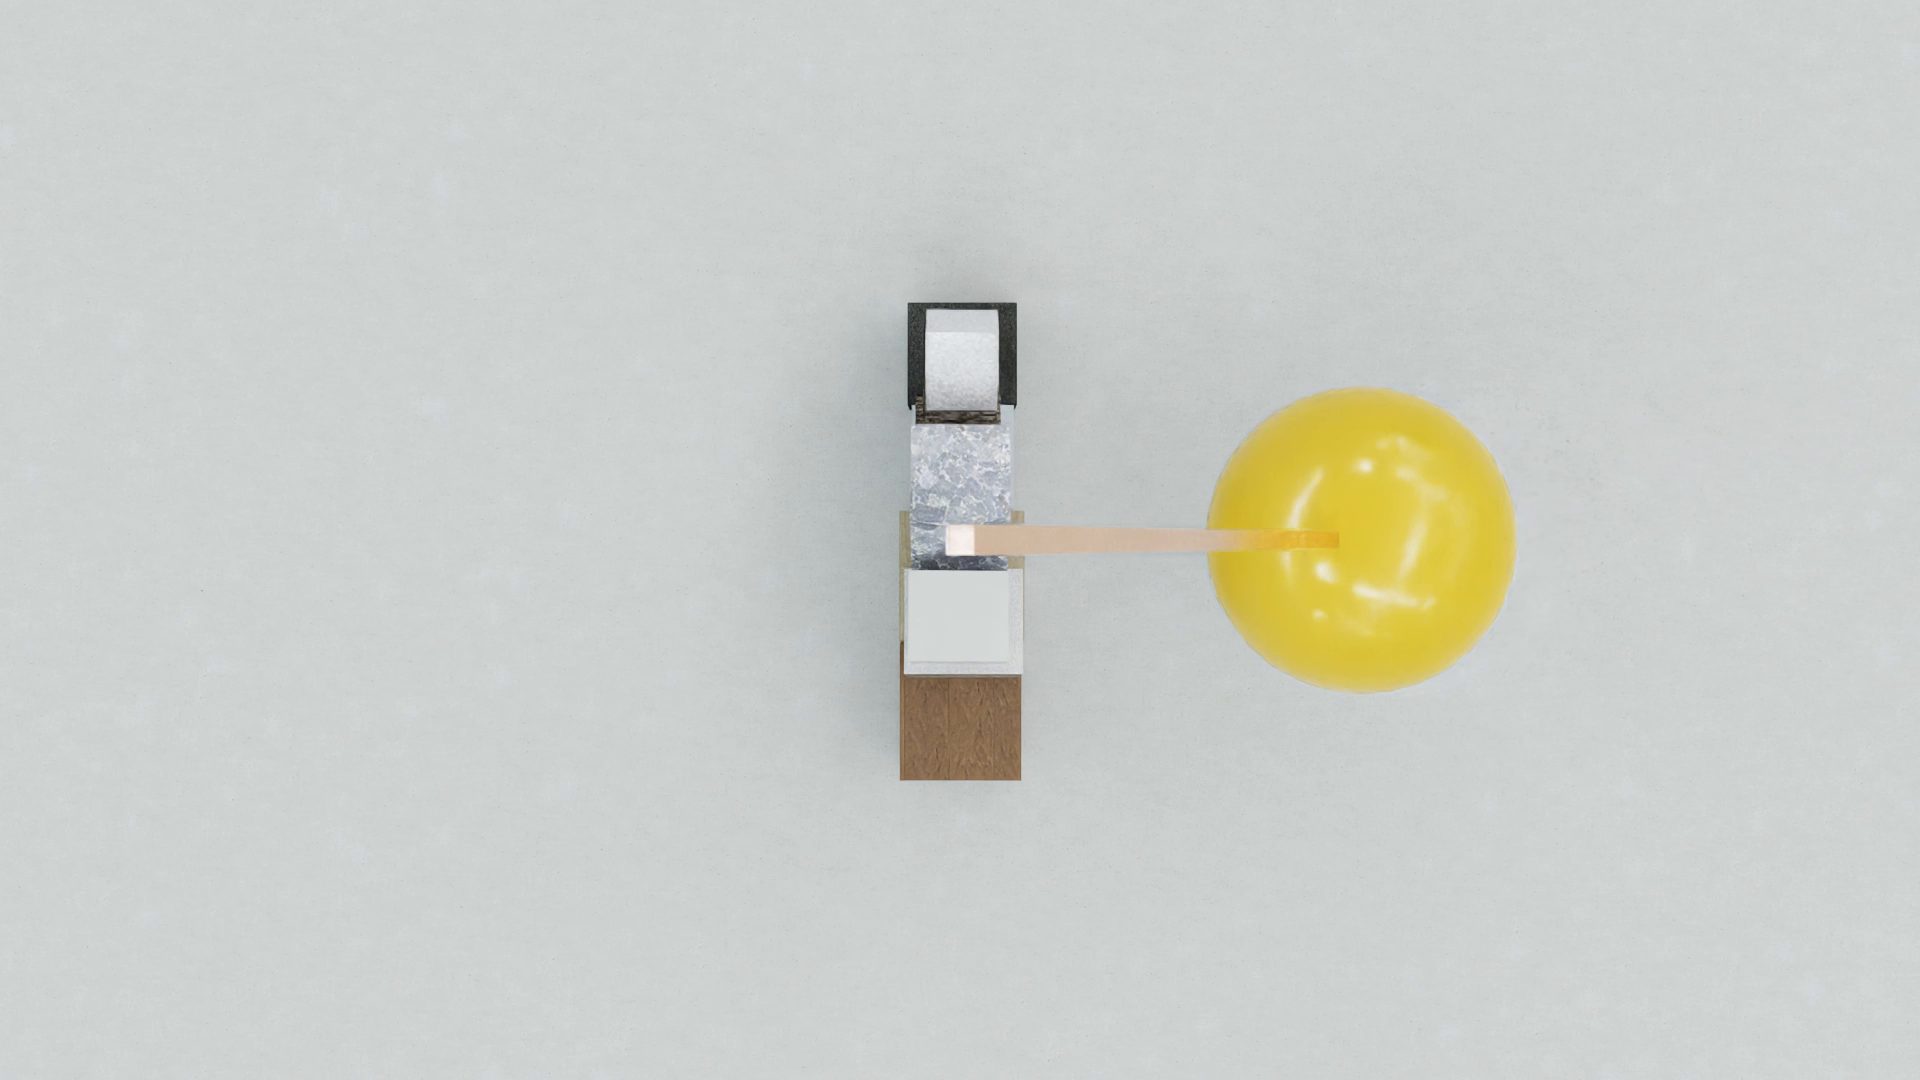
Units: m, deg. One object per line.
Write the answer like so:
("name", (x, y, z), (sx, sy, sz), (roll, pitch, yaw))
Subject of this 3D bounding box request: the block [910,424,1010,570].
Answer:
("block", (0.001, -0.200, 11.465), (0.506, 0.634, 0.560), (0, 63, 0))

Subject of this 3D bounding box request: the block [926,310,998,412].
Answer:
("block", (0.011, -0.959, 11.732), (0.379, 0.390, 0.433), (0, 114, 0))

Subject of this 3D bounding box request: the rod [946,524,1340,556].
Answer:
("rod", (0.899, 0.000, 8.221), (0.080, 5.200, 0.080), (0, 90, 20))

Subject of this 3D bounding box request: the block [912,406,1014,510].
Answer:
("block", (0.016, -0.466, 12.688), (0.574, 0.622, 0.583), (0, 90, 0))

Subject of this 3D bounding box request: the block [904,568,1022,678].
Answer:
("block", (0.018, 0.460, 11.934), (0.626, 0.643, 0.555), (0, 85, 0))

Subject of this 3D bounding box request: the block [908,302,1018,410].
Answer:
("block", (0.013, -1.053, 12.705), (0.618, 0.590, 0.574), (0, 90, 0))

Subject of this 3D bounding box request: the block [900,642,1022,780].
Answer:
("block", (0.003, 0.958, 12.623), (0.678, 0.754, 0.764), (0, 90, 0))

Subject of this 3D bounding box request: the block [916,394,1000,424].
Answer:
("block", (-0.010, -0.514, 12.126), (0.461, 0.501, 0.539), (0, 90, 0))

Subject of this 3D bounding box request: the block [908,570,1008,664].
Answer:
("block", (-0.009, 0.406, 11.405), (0.509, 0.421, 0.463), (0, 85, 0))

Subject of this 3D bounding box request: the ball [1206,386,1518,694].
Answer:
("ball", (2.074, 0.000, 11.412), (1.600, 1.600, 1.600), (0, 90, 0))

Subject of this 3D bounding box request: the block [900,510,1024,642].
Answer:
("block", (0.010, 0.202, 12.641), (0.700, 0.718, 0.729), (0, 90, 0))
